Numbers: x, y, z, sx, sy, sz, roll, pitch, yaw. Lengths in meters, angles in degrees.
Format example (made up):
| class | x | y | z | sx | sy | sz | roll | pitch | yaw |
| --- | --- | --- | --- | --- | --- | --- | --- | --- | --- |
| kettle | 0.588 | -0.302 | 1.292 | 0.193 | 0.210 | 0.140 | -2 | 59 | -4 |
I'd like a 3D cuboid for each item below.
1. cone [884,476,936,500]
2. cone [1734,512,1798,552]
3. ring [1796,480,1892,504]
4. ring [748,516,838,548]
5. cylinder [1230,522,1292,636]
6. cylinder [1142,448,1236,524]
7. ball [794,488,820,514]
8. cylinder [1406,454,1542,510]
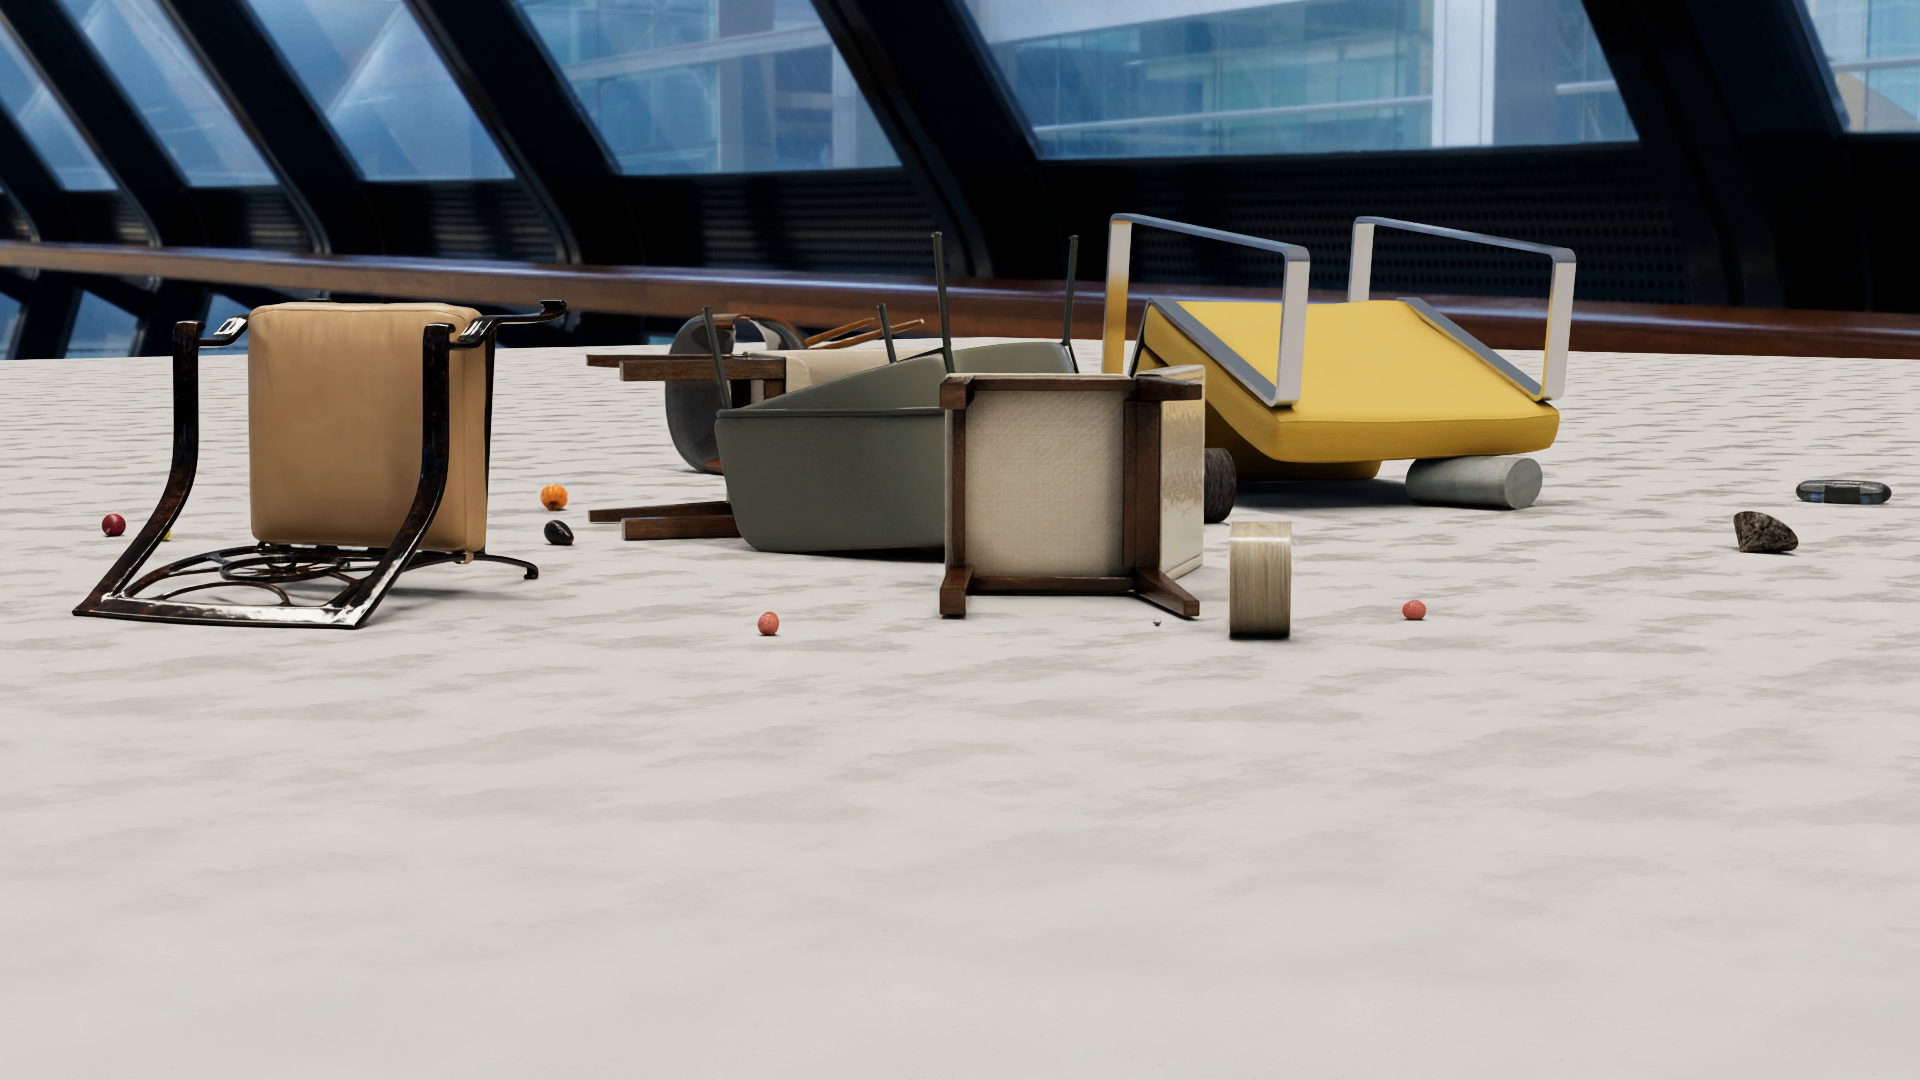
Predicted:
| class | x | y | z | sx | sy | sz | roll | pitch | yaw |
| --- | --- | --- | --- | --- | --- | --- | --- | --- | --- |
| cone | -0.168 | -0.139 | 7.586 | 0.146 | 0.073 | 0.134 | -13 | 1 | 26 |
| cone | 1.896 | 0.004 | 6.133 | 0.086 | 0.117 | 0.223 | -38 | 19 | -14 |
| ring | 2.574 | -0.140 | 7.476 | 0.270 | 0.062 | 0.144 | 3 | 8 | 28 |
| ring | -0.412 | -0.020 | 6.322 | 0.222 | 0.060 | 0.230 | -1 | 6 | -15 |
| cylinder | 0.551 | 0.071 | 4.704 | 0.109 | 0.210 | 0.201 | 1 | -5 | 7 |
| cylinder | 0.609 | -0.143 | 6.832 | 0.198 | 0.201 | 0.155 | -3 | 14 | -28 |
| ball | -0.423 | -0.110 | 7.118 | 0.074 | 0.074 | 0.074 | 0 | 6 | 0 |
| cylinder | 1.474 | -0.170 | 7.358 | 0.307 | 0.143 | 0.251 | 4 | 11 | 37 |
